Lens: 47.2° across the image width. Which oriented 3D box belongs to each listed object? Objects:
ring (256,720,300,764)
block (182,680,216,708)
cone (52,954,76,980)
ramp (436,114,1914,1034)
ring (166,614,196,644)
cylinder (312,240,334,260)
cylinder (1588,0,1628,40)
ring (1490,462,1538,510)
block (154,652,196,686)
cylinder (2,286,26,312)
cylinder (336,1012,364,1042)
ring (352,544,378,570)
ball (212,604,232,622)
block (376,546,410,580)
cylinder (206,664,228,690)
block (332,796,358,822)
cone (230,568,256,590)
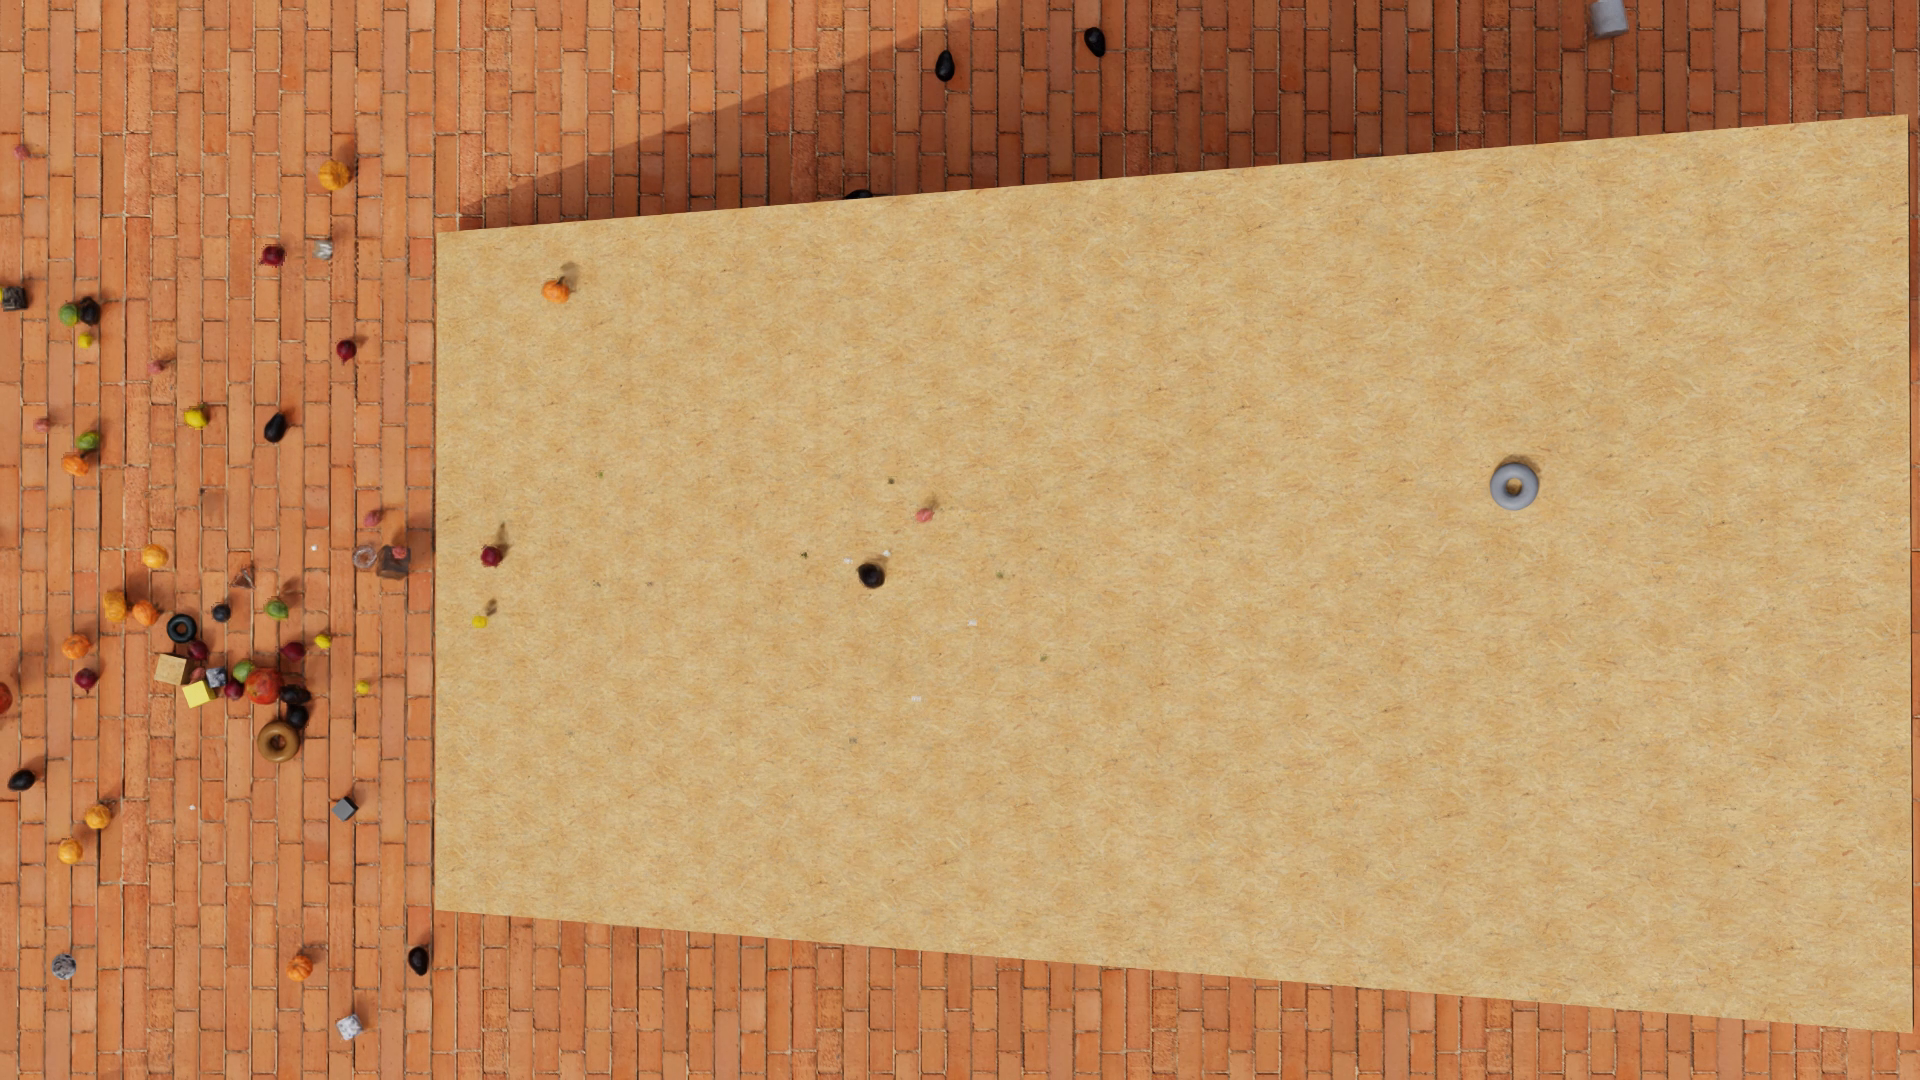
[{"bbox_3d":[-2.033,0.602,6.560,0.128,0.043,0.128,0,88,-2],"label":"ring"},{"bbox_3d":[-2.265,0.458,6.551,0.063,0.063,0.063,-22,89,0],"label":"block"},{"bbox_3d":[-2.678,1.275,6.535,0.077,0.077,0.077,0,89,0],"label":"cone"},{"bbox_3d":[0.282,0.081,5.686,4.000,0.100,2.000,0,89,25],"label":"ramp"},{"bbox_3d":[-2.326,0.265,6.570,0.089,0.030,0.089,0,90,-1],"label":"ring"},{"bbox_3d":[-1.898,-0.864,6.553,0.053,0.053,0.053,9,91,0],"label":"cylinder"},{"bbox_3d":[1.931,-1.555,6.557,0.097,0.097,0.097,-11,89,0],"label":"cylinder"},{"bbox_3d":[1.294,-0.125,5.134,0.114,0.038,0.114,-1,88,26],"label":"ring"},{"bbox_3d":[-2.337,0.384,6.544,0.079,0.079,0.079,14,89,0],"label":"block"},{"bbox_3d":[-2.823,-0.719,6.565,0.062,0.062,0.062,-13,75,0],"label":"cylinder"},{"bbox_3d":[-1.811,1.447,6.531,0.062,0.062,0.062,-31,98,0],"label":"cylinder"},{"bbox_3d":[-1.780,0.052,6.575,0.076,0.025,0.076,0,90,0],"label":"ring"},{"bbox_3d":[-2.203,0.219,6.558,0.054,0.054,0.054,0,89,0],"label":"ball"},{"bbox_3d":[-1.680,0.068,6.524,0.076,0.076,0.076,11,68,-25],"label":"block"},{"bbox_3d":[-2.216,0.409,6.556,0.055,0.055,0.055,-20,72,0],"label":"cylinder"},{"bbox_3d":[-1.833,0.802,6.553,0.051,0.051,0.051,44,90,0],"label":"block"},{"bbox_3d":[-2.133,0.128,6.571,0.068,0.068,0.068,40,89,-26],"label":"cone"}]
